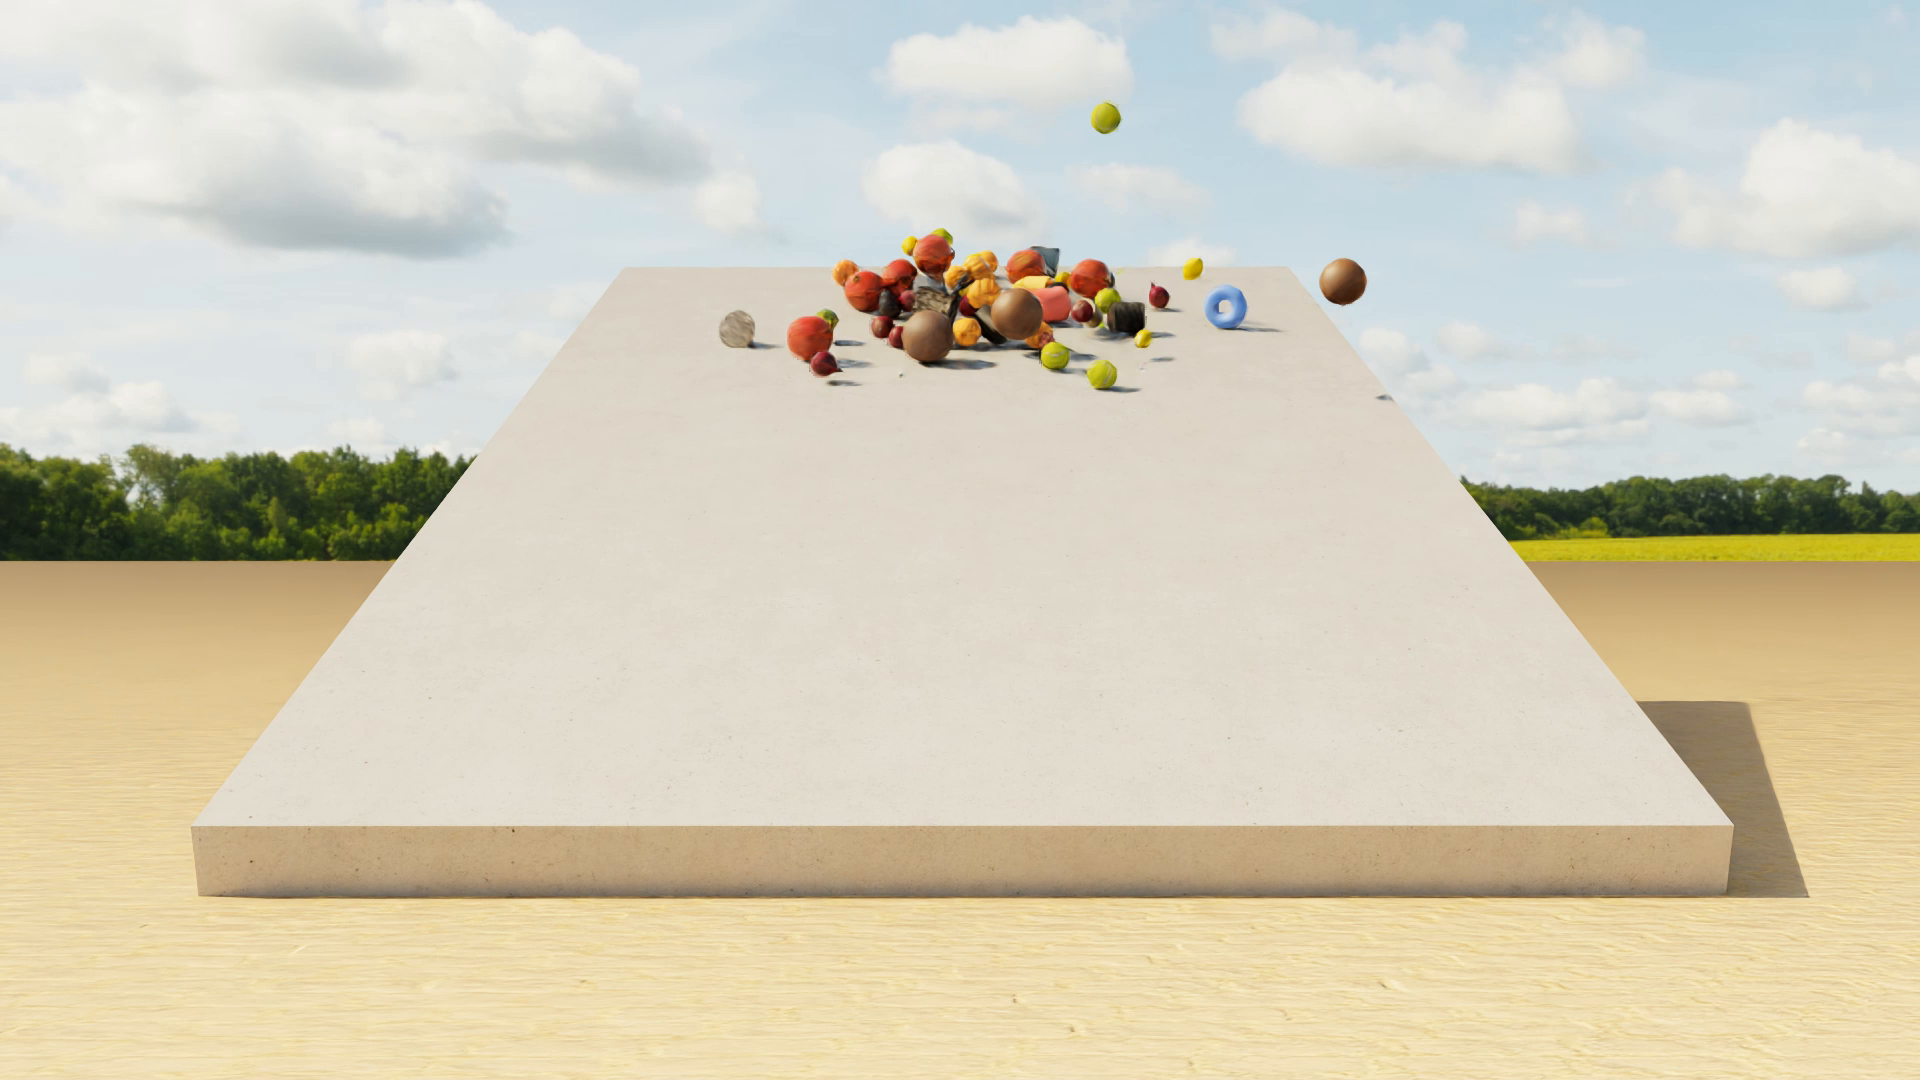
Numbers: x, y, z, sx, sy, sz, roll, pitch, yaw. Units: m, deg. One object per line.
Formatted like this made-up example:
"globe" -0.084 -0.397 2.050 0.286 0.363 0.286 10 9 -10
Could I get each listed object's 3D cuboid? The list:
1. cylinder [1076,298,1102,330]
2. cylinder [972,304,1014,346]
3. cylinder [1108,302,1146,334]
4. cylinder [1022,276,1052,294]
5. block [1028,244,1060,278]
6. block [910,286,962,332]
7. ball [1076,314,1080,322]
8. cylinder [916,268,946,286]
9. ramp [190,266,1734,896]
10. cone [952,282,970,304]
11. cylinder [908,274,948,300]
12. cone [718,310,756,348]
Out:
"cylinder" 0.334 -0.588 5.786 0.059 0.059 0.059 0 -30 16
"cylinder" 0.083 -0.547 5.658 0.077 0.077 0.077 35 19 31
"cylinder" 0.432 -0.577 5.772 0.080 0.080 0.080 1 -1 -12
"cylinder" 0.217 -0.703 6.216 0.065 0.065 0.065 7 2 21
"block" 0.245 -0.809 6.459 0.082 0.082 0.082 8 9 3
"block" -0.062 -0.586 5.645 0.092 0.092 0.092 18 9 11
"ball" 0.334 -0.603 5.911 0.056 0.056 0.056 0 0 0
"cylinder" -0.084 -0.726 6.282 0.068 0.068 0.068 0 16 -23
"ramp" -0.003 -0.178 4.810 2.000 0.100 4.000 0 17 0
"cone" -0.015 -0.671 6.172 0.066 0.066 0.066 -24 -6 13
"cylinder" -0.087 -0.671 6.044 0.077 0.077 0.077 27 -16 -32
"cone" -0.551 -0.522 5.668 0.099 0.099 0.099 0 -10 14
